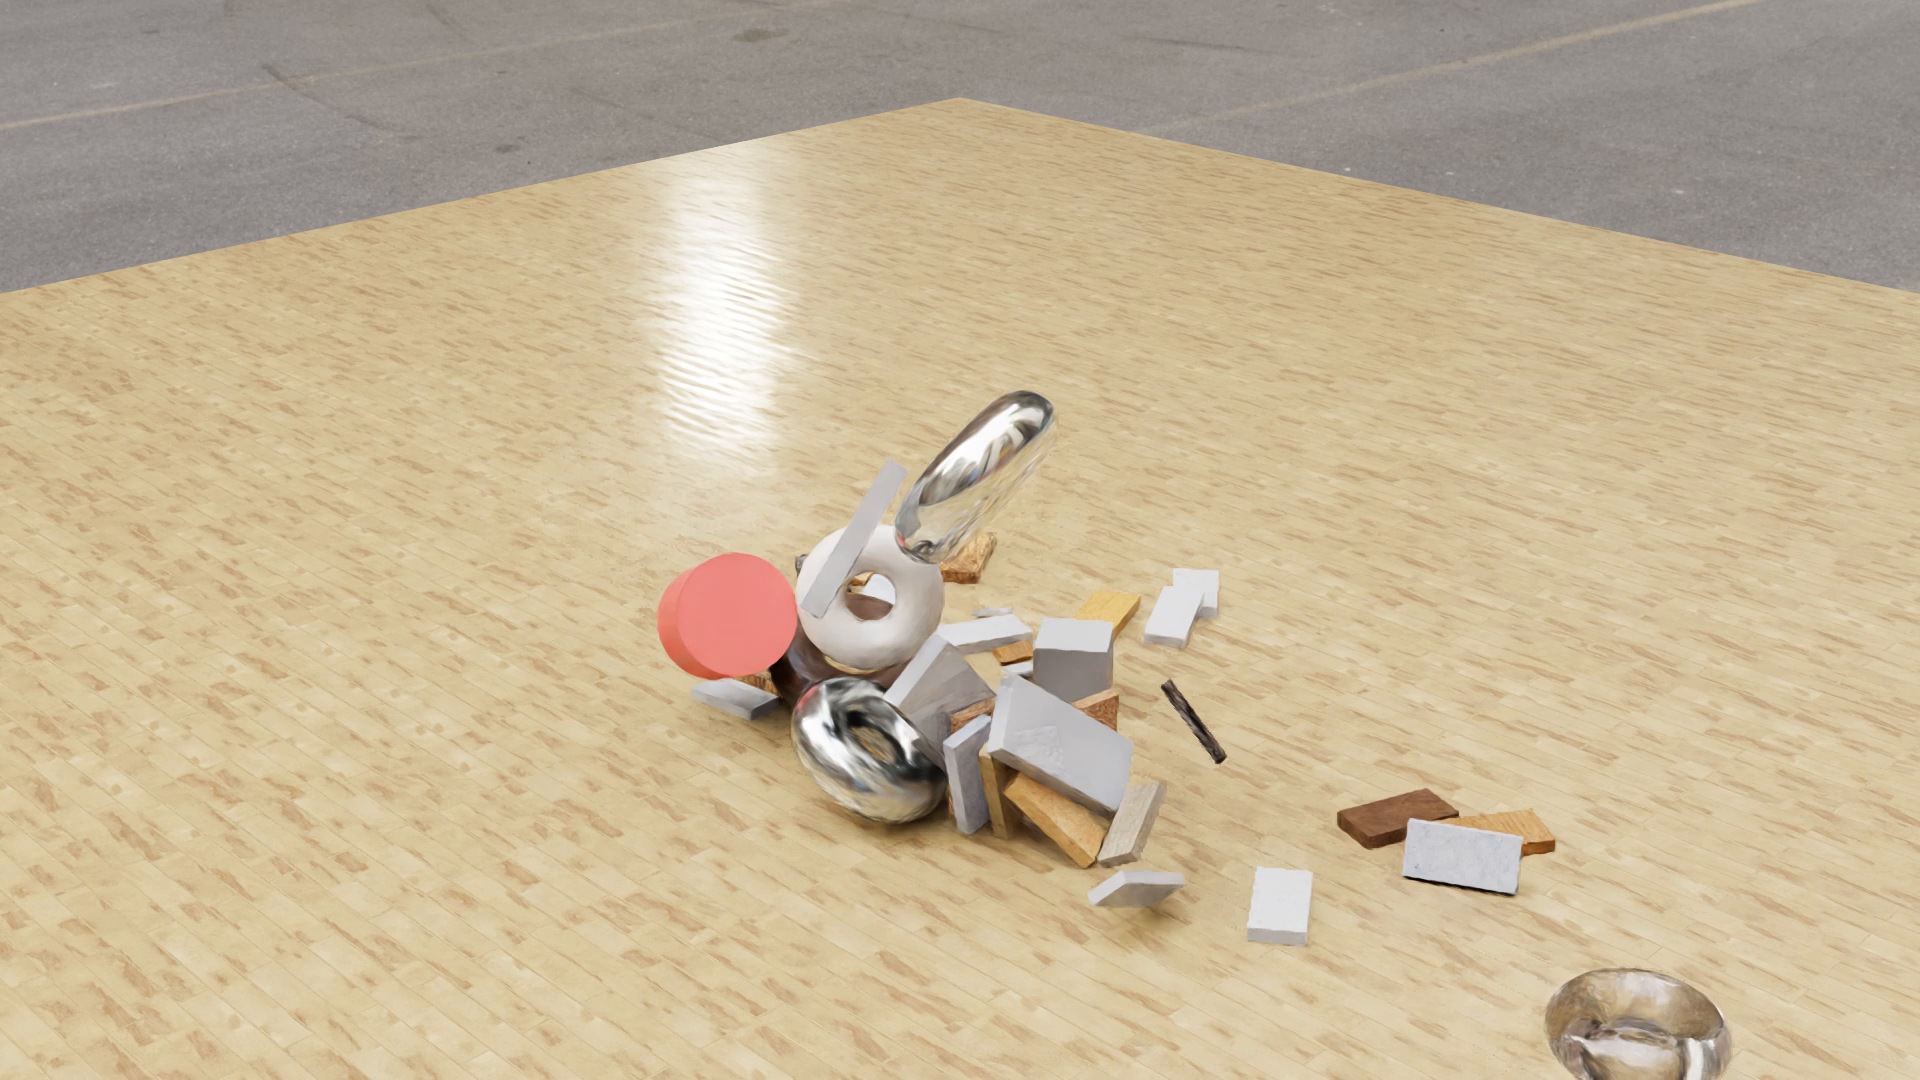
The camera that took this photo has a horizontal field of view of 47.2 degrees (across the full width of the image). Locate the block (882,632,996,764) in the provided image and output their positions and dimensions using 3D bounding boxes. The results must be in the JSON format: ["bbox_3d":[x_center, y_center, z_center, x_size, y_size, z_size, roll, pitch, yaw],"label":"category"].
[{"bbox_3d":[-0.011,0.338,4.335,0.046,0.324,0.162,26,73,43],"label":"block"}]

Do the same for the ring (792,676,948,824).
[{"bbox_3d":[-0.180,0.422,4.439,0.356,0.119,0.356,29,29,-18],"label":"ring"}]

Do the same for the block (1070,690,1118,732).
[{"bbox_3d":[0.241,0.404,4.666,0.223,0.112,0.032,-17,28,-35],"label":"block"}]

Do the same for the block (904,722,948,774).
[{"bbox_3d":[-0.048,0.406,4.437,0.028,0.199,0.099,-29,48,15],"label":"block"}]

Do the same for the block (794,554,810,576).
[{"bbox_3d":[-0.338,0.100,5.448,0.111,0.031,0.222,-7,30,-10],"label":"block"}]

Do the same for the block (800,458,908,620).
[{"bbox_3d":[-0.203,0.001,4.224,0.046,0.324,0.162,31,-5,-1],"label":"block"}]

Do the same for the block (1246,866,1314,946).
[{"bbox_3d":[0.599,0.683,4.109,0.107,0.030,0.213,3,23,11],"label":"block"}]

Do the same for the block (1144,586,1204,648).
[{"bbox_3d":[0.511,0.183,5.245,0.099,0.028,0.200,8,35,17],"label":"block"}]

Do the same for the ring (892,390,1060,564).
[{"bbox_3d":[0.032,-0.122,4.301,0.138,0.414,0.414,43,33,5],"label":"ring"}]

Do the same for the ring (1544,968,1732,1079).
[{"bbox_3d":[1.135,0.826,3.688,0.305,0.102,0.305,-1,23,0],"label":"ring"}]

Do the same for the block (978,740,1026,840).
[{"bbox_3d":[0.089,0.473,4.336,0.031,0.220,0.110,11,41,28],"label":"block"}]

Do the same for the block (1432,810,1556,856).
[{"bbox_3d":[1.051,0.584,4.334,0.213,0.030,0.107,-5,28,-12],"label":"block"}]

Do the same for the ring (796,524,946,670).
[{"bbox_3d":[-0.188,0.119,4.624,0.315,0.315,0.105,-1,9,-2],"label":"ring"}]

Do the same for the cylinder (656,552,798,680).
[{"bbox_3d":[-0.501,0.166,4.707,0.257,0.257,0.257,-8,-3,-17],"label":"cylinder"}]

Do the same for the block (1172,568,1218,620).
[{"bbox_3d":[0.578,0.131,5.411,0.111,0.031,0.222,3,23,6],"label":"block"}]

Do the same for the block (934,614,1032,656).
[{"bbox_3d":[0.047,0.227,5.187,0.222,0.031,0.111,-9,25,-20],"label":"block"}]

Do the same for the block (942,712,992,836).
[{"bbox_3d":[0.031,0.461,4.323,0.032,0.223,0.112,24,46,40],"label":"block"}]

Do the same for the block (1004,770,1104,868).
[{"bbox_3d":[0.185,0.531,4.286,0.220,0.031,0.110,44,27,-7],"label":"block"}]

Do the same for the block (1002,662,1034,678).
[{"bbox_3d":[0.141,0.297,5.020,0.046,0.013,0.093,18,17,36],"label":"block"}]

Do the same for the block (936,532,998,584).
[{"bbox_3d":[0.014,0.042,5.620,0.111,0.031,0.264,5,24,11],"label":"block"}]

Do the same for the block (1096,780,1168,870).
[{"bbox_3d":[0.324,0.532,4.120,0.089,0.025,0.177,-24,28,44],"label":"block"}]

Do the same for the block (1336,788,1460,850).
[{"bbox_3d":[0.877,0.558,4.405,0.220,0.031,0.110,-11,25,-24],"label":"block"}]

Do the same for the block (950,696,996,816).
[{"bbox_3d":[0.034,0.432,4.362,0.112,0.223,0.032,-21,33,-38],"label":"block"}]

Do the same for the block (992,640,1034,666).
[{"bbox_3d":[0.126,0.262,5.101,0.093,0.013,0.046,-12,52,-26],"label":"block"}]

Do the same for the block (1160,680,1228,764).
[{"bbox_3d":[0.451,0.351,4.239,0.025,0.177,0.089,-36,-14,1],"label":"block"}]

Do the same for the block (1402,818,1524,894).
[{"bbox_3d":[0.958,0.603,4.198,0.213,0.107,0.030,7,4,17],"label":"block"}]

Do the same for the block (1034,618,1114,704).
[{"bbox_3d":[0.253,0.282,4.891,0.160,0.160,0.160,4,23,8],"label":"block"}]

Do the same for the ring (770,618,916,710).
[{"bbox_3d":[-0.238,0.267,4.856,0.375,0.125,0.375,7,42,-7],"label":"ring"}]

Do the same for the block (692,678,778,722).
[{"bbox_3d":[-0.502,0.350,4.903,0.180,0.025,0.090,17,28,35],"label":"block"}]

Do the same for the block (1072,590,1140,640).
[{"bbox_3d":[0.346,0.183,5.288,0.111,0.031,0.222,9,25,20],"label":"block"}]

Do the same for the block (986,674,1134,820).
[{"bbox_3d":[0.200,0.408,4.323,0.046,0.328,0.162,-24,44,45],"label":"block"}]

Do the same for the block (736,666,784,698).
[{"bbox_3d":[-0.431,0.314,4.957,0.180,0.026,0.090,19,13,37],"label":"block"}]

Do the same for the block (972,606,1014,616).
[{"bbox_3d":[0.080,0.172,5.299,0.093,0.013,0.046,-5,0,14],"label":"block"}]

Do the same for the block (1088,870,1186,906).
[{"bbox_3d":[0.326,0.643,4.052,0.184,0.089,0.025,11,48,-48],"label":"block"}]
